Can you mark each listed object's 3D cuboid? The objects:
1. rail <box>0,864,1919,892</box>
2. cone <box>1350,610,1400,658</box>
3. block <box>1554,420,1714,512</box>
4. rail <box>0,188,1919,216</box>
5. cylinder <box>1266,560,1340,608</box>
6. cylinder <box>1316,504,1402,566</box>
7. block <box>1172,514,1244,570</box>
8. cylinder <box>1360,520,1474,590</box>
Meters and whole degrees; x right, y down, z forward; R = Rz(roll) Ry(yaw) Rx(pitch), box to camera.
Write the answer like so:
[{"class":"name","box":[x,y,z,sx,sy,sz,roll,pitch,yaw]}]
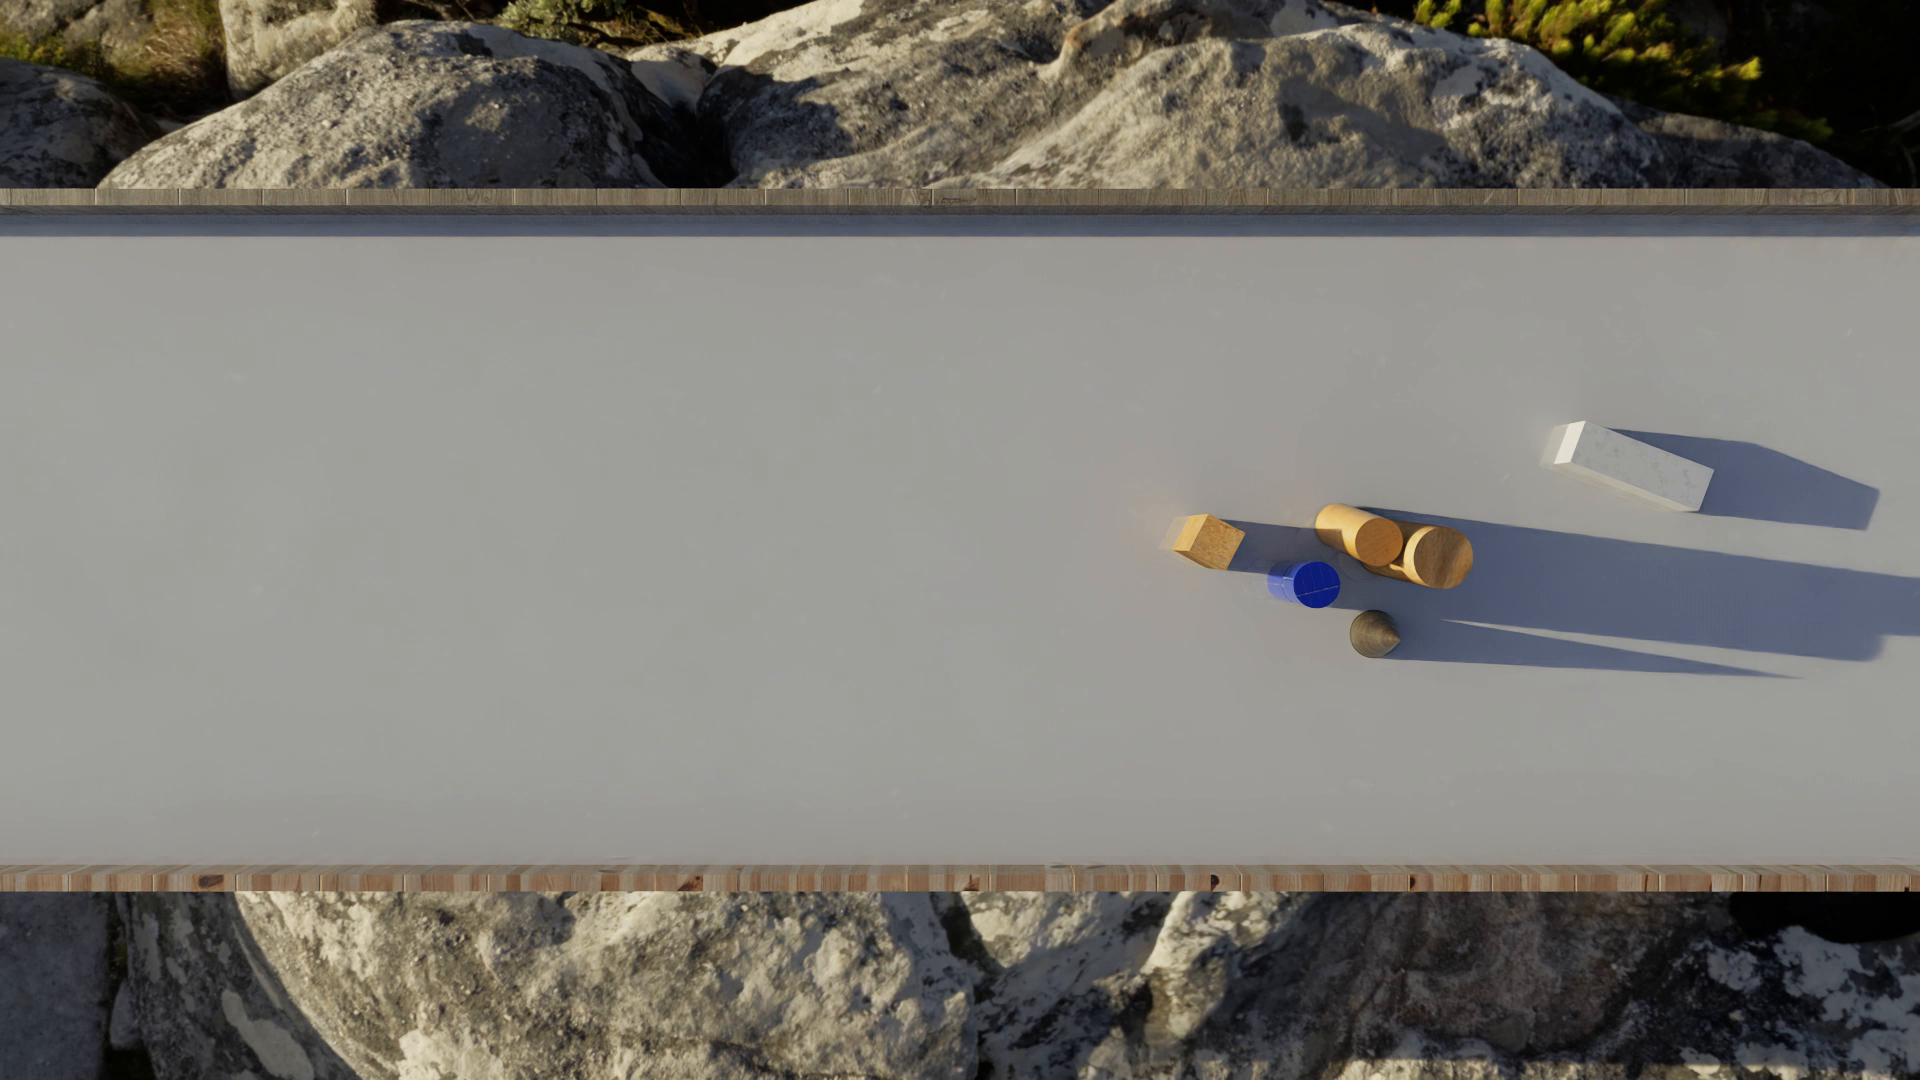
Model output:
[{"class":"rail","box":[-2.247,1.025,5.001,12.000,0.150,0.050,0,90,0]},{"class":"cone","box":[1.274,0.289,4.920,0.150,0.312,0.150,0,90,0]},{"class":"block","box":[2.045,-0.223,5.010,0.413,0.132,0.132,21,90,0]},{"class":"rail","box":[-2.247,-1.025,5.002,12.000,0.150,0.050,0,90,0]},{"class":"cylinder","box":[1.010,0.127,4.873,0.133,0.406,0.133,0,90,0]},{"class":"cylinder","box":[1.173,-0.019,4.870,0.139,0.397,0.139,0,97,-4]},{"class":"block","box":[0.734,0.006,4.890,0.119,0.374,0.119,28,90,0]},{"class":"cylinder","box":[1.332,0.037,4.847,0.176,0.441,0.176,0,94,-7]}]
